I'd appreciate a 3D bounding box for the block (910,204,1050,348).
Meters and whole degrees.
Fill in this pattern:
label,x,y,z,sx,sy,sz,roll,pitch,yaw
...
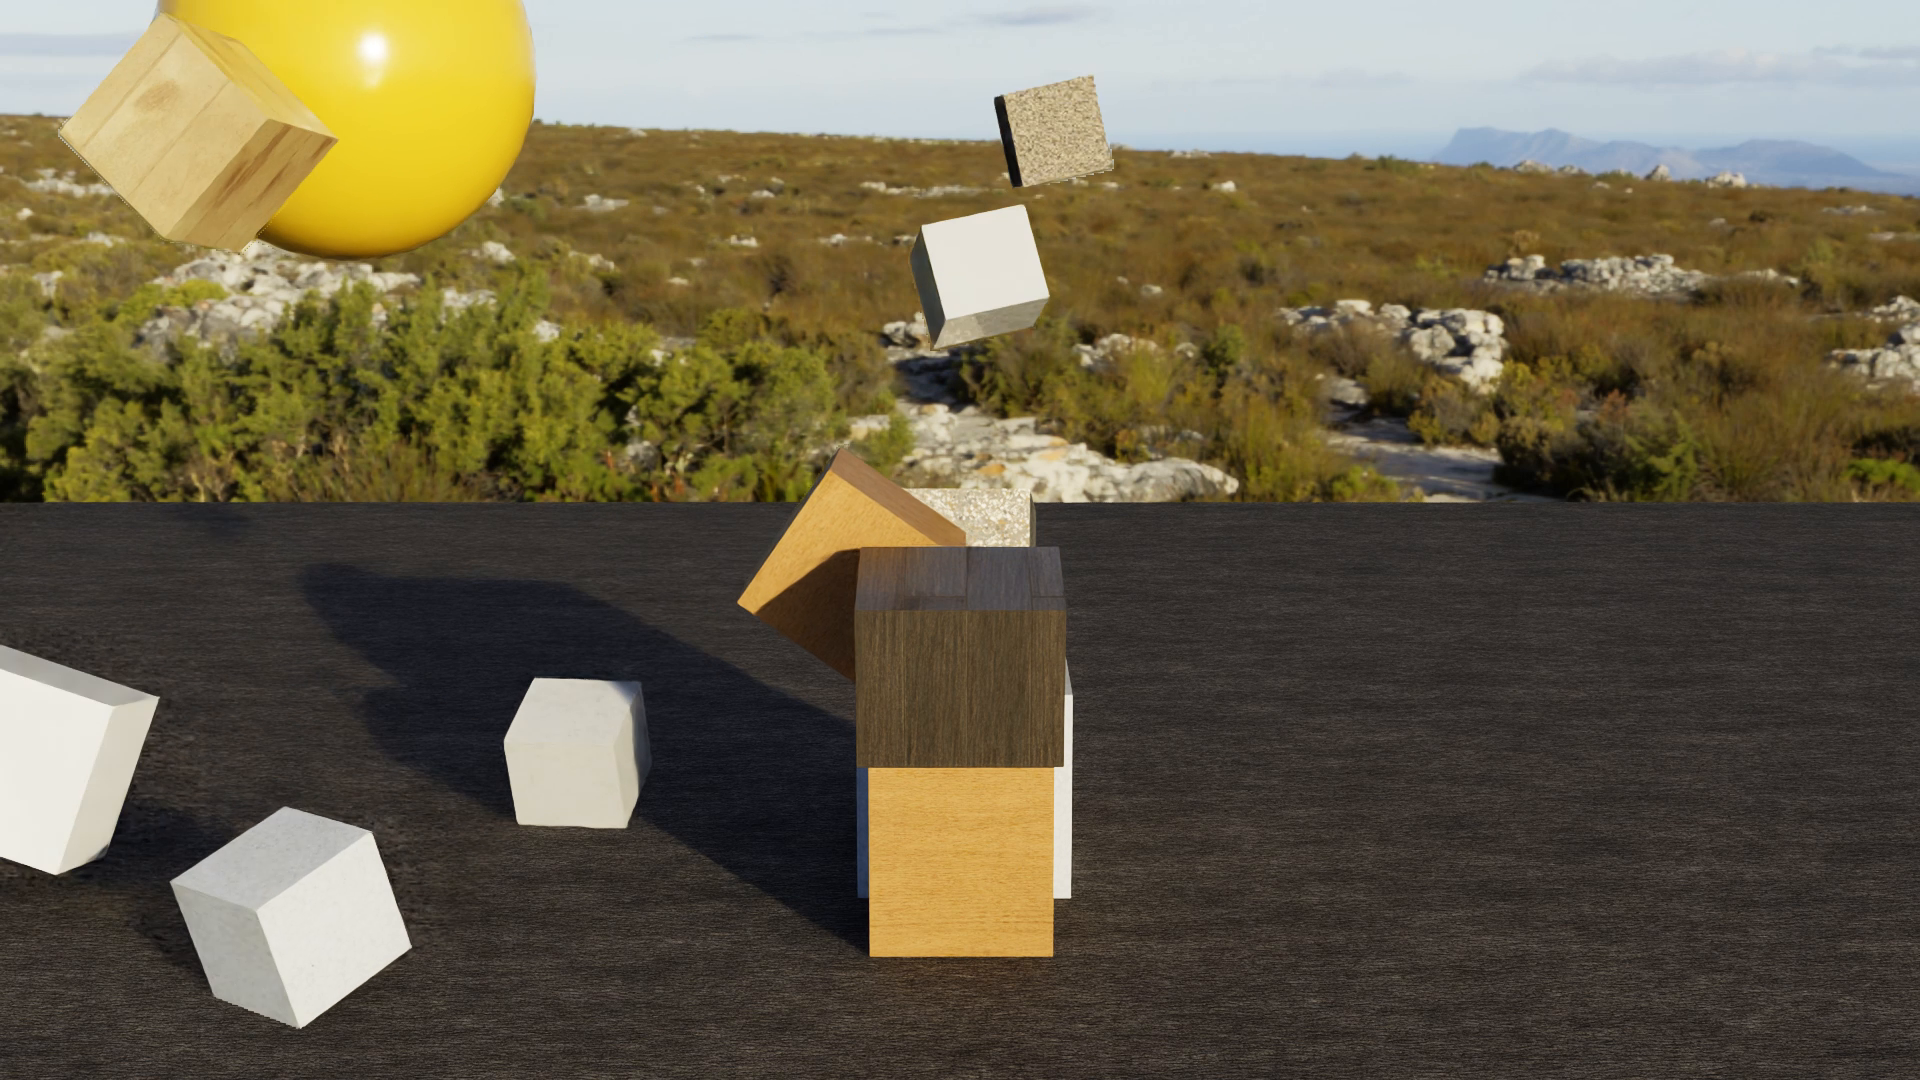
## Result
label,x,y,z,sx,sy,sz,roll,pitch,yaw
block,0.070,-1.019,9.946,0.411,0.378,0.416,-13,-9,-10

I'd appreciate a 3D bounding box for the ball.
label,x,y,z,sx,sy,sz,roll,pitch,yaw
ball,-2.593,-1.982,10.820,1.600,1.600,1.600,0,10,0

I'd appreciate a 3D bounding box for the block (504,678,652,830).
label,x,y,z,sx,sy,sz,roll,pitch,yaw
block,-1.812,1.013,12.215,0.527,0.481,0.527,1,31,8

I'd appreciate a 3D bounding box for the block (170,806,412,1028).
label,x,y,z,sx,sy,sz,roll,pitch,yaw
block,-2.548,1.431,9.794,0.536,0.532,0.559,8,32,38

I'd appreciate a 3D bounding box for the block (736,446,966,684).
label,x,y,z,sx,sy,sz,roll,pitch,yaw
block,-0.458,0.117,11.199,0.684,0.697,0.698,35,9,-5

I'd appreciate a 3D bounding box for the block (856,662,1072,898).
label,x,y,z,sx,sy,sz,roll,pitch,yaw
block,0.019,1.024,11.416,0.921,0.900,0.874,0,10,0

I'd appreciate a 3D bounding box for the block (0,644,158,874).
label,x,y,z,sx,sy,sz,roll,pitch,yaw
block,-4.029,0.924,11.028,0.781,0.741,0.645,18,0,-1

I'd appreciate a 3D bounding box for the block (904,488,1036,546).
label,x,y,z,sx,sy,sz,roll,pitch,yaw
block,-0.026,0.174,12.085,0.736,0.730,0.740,0,-7,4

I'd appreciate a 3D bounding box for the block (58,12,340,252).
label,x,y,z,sx,sy,sz,roll,pitch,yaw
block,-2.811,-1.499,9.522,0.556,0.584,0.631,44,8,5

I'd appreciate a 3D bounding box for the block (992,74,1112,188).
label,x,y,z,sx,sy,sz,roll,pitch,yaw
block,0.352,-1.566,9.851,0.347,0.354,0.338,-13,9,-4

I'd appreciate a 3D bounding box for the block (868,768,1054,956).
label,x,y,z,sx,sy,sz,roll,pitch,yaw
block,0.006,1.227,10.627,0.739,0.783,0.732,0,10,0

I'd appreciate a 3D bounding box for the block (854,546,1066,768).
label,x,y,z,sx,sy,sz,roll,pitch,yaw
block,0.000,0.466,10.440,0.825,0.670,0.729,0,20,0
